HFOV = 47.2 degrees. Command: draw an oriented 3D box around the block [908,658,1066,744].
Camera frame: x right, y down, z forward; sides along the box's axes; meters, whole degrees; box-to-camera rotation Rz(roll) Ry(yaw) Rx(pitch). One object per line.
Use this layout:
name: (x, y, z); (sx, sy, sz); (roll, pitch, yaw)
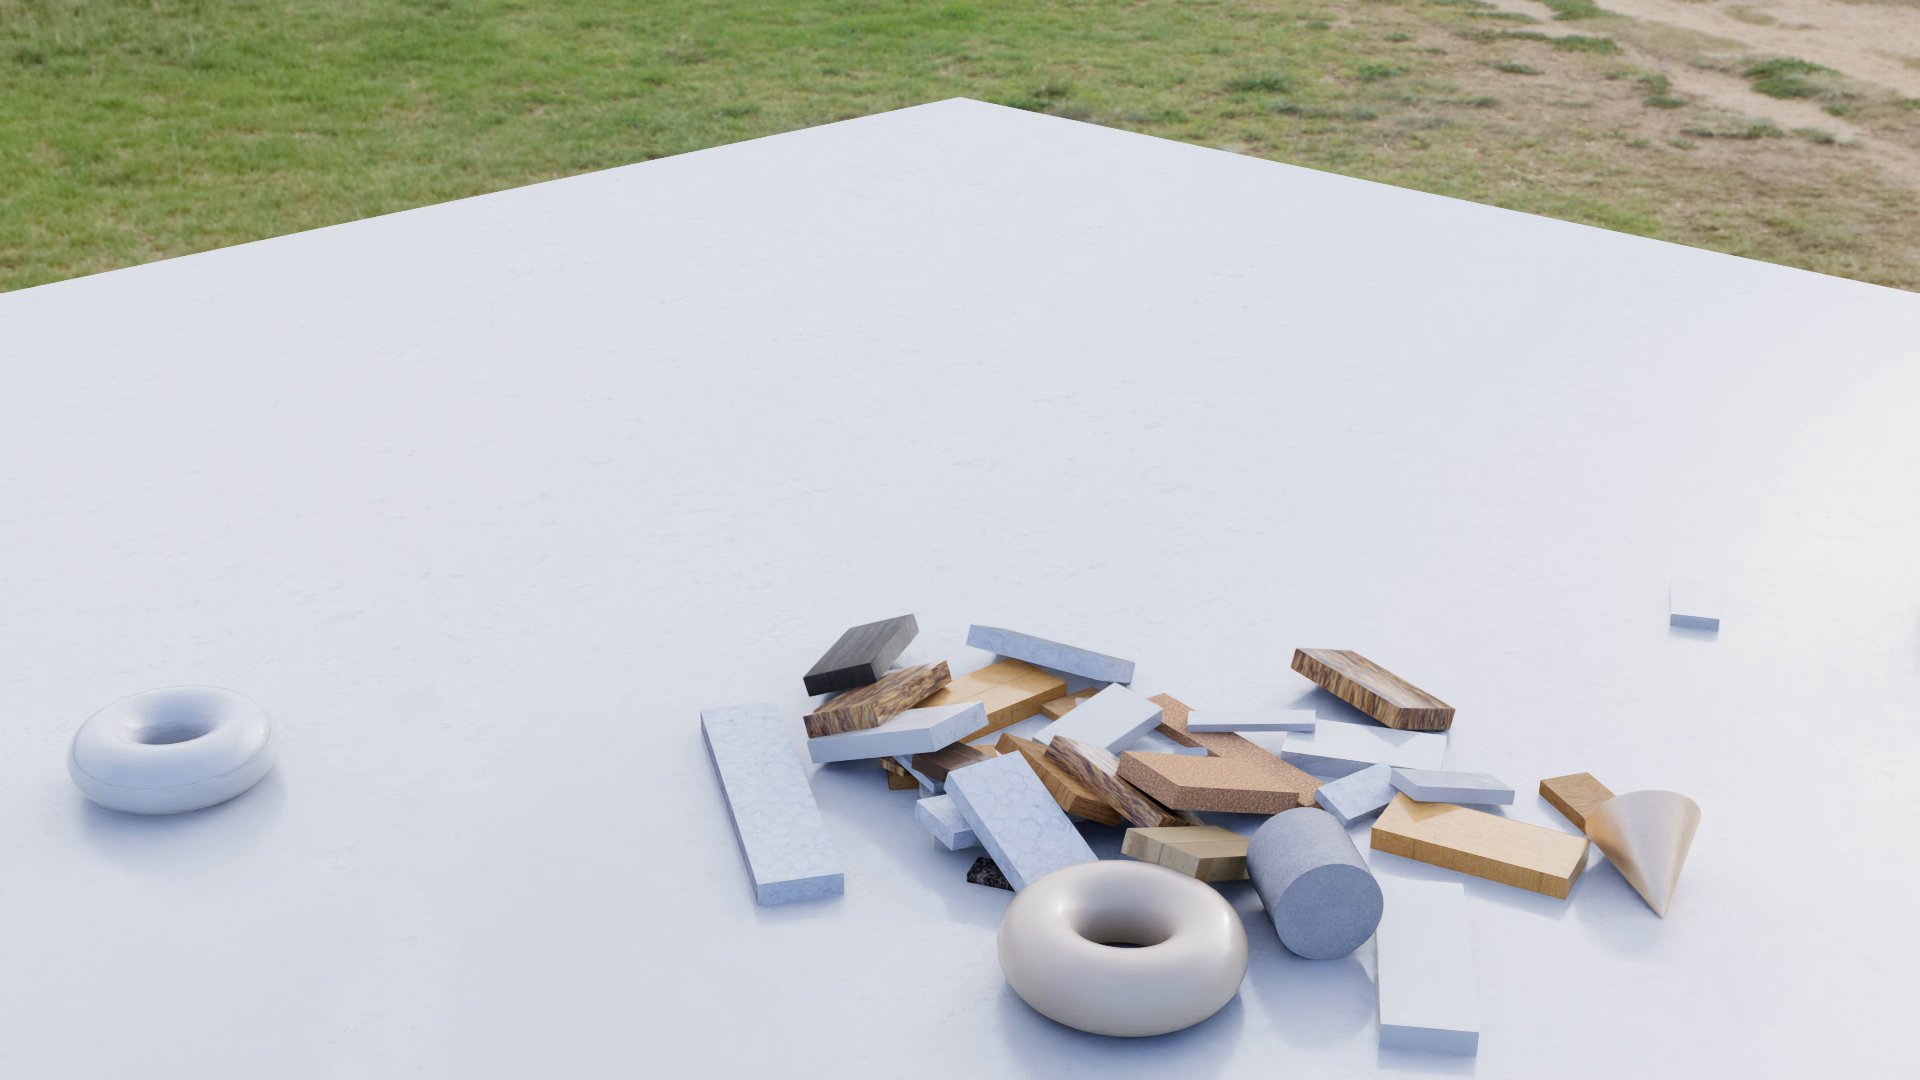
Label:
block: (0.046, 0.358, 4.852); (0.352, 0.050, 0.176); (-19, 29, -37)

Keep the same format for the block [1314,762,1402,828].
block: (0.822, 0.517, 4.468); (0.191, 0.027, 0.095); (-16, 47, -33)

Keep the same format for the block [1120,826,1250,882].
block: (0.463, 0.591, 4.151); (0.163, 0.046, 0.327); (19, 6, 37)

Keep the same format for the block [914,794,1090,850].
block: (0.112, 0.534, 4.388); (0.391, 0.039, 0.136); (-8, 26, -33)

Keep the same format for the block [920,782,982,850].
block: (-0.010, 0.547, 4.429); (0.116, 0.033, 0.232); (-3, 23, -7)

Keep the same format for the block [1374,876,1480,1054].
block: (0.827, 0.752, 3.929); (0.163, 0.046, 0.473); (3, 23, 8)

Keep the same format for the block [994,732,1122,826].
block: (0.197, 0.476, 4.386); (0.136, 0.039, 0.272); (22, 10, -38)

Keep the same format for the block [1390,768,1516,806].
block: (0.999, 0.501, 4.466); (0.222, 0.031, 0.111); (5, 12, -18)

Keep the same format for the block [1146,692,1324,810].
block: (0.576, 0.450, 4.665); (0.095, 0.027, 0.551); (-16, 28, -32)

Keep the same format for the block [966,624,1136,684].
block: (0.206, 0.259, 5.000); (0.345, 0.049, 0.172); (13, 1, 29)

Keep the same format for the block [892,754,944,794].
block: (-0.065, 0.464, 4.516); (0.074, 0.021, 0.149); (-14, 33, -33)

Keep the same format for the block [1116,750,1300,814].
block: (0.498, 0.487, 4.402); (0.345, 0.049, 0.172); (8, 14, -39)

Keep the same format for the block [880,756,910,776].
block: (-0.094, 0.450, 4.591); (0.070, 0.020, 0.139); (20, 30, 39)

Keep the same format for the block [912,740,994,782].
block: (0.030, 0.469, 4.427); (0.232, 0.033, 0.116); (21, 25, 31)

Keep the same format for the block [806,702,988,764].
block: (-0.132, 0.401, 4.572); (0.352, 0.050, 0.176); (-10, 8, 41)

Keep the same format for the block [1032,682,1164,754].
block: (0.295, 0.405, 4.700); (0.136, 0.039, 0.272); (28, 41, 35)

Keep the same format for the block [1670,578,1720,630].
block: (1.787, 0.155, 5.355); (0.111, 0.031, 0.222); (6, 24, 15)

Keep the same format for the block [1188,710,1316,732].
block: (0.626, 0.389, 4.721); (0.270, 0.018, 0.065); (-1, 22, 10)

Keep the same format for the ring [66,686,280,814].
ring: (-1.631, 0.431, 4.567); (0.421, 0.140, 0.421); (1, 22, 0)

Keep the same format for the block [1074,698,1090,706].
block: (0.289, 0.395, 4.771); (0.074, 0.021, 0.149); (1, 32, 0)

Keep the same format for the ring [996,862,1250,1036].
ring: (0.287, 0.716, 3.888); (0.446, 0.149, 0.446); (1, 22, 0)

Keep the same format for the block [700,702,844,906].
block: (-0.392, 0.520, 4.474); (0.166, 0.047, 0.733); (-6, 24, -13)

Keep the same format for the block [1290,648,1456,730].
block: (0.911, 0.328, 4.868); (0.172, 0.049, 0.345); (4, 17, -35)

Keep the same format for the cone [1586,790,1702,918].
cone: (1.312, 0.625, 4.164); (0.217, 0.217, 0.217); (1, 50, 2)

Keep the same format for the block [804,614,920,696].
block: (-0.221, 0.259, 4.987); (0.166, 0.047, 0.331); (-13, 13, 20)

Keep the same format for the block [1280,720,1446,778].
block: (0.852, 0.450, 4.642); (0.327, 0.046, 0.163); (7, 24, 15)

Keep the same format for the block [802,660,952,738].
block: (-0.174, 0.342, 4.748); (0.176, 0.050, 0.352); (-13, 6, 28)

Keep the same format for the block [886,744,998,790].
block: (-0.036, 0.475, 4.599); (0.232, 0.033, 0.116); (-2, 23, -5)

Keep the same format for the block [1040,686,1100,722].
block: (0.259, 0.367, 4.868); (0.148, 0.021, 0.074); (-16, 28, -33)

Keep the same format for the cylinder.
cylinder: (0.647, 0.627, 4.026); (0.201, 0.201, 0.201); (-3, 23, -8)

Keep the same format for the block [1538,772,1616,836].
block: (1.279, 0.542, 4.443); (0.111, 0.031, 0.222); (-7, 24, -16)

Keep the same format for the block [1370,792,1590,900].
block: (1.016, 0.594, 4.301); (0.387, 0.047, 0.165); (12, 26, 27)

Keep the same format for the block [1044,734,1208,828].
block: (0.333, 0.500, 4.377); (0.165, 0.047, 0.330); (20, 11, -46)

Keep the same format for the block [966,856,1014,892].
block: (0.087, 0.644, 4.219); (0.133, 0.019, 0.067); (9, 24, 19)

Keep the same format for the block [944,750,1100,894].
block: (0.125, 0.558, 4.229); (0.165, 0.047, 0.330); (-14, 49, -30)

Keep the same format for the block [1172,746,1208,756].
block: (0.469, 0.455, 4.558); (0.065, 0.018, 0.130); (-2, -20, -5)
